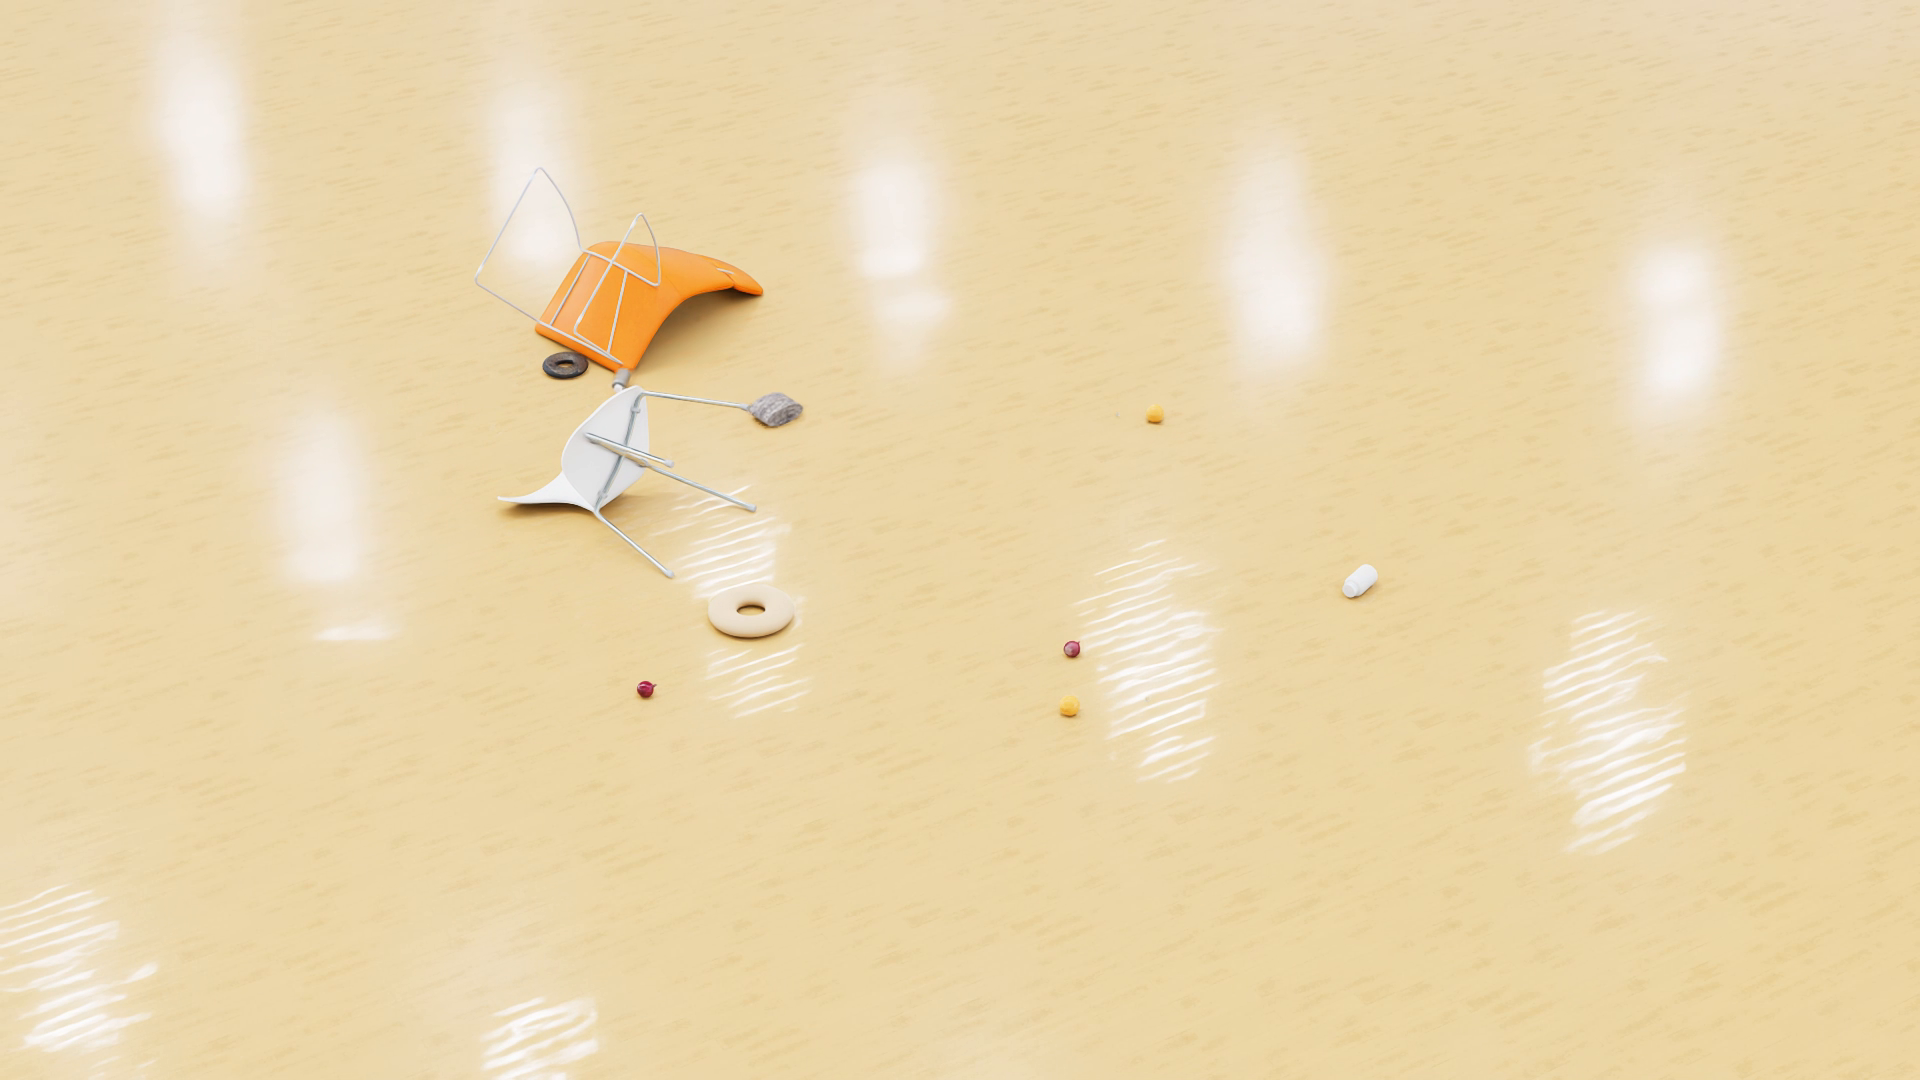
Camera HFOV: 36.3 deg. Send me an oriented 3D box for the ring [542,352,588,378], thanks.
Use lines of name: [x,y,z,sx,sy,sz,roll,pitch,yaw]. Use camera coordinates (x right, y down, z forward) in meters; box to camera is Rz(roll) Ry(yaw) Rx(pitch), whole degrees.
ring: [-1.614,-0.716,11.993,0.190,0.043,0.187,-3,34,-5]

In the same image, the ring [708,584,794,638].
ring: [-0.748,0.253,10.506,0.312,0.062,0.307,-10,34,-15]
